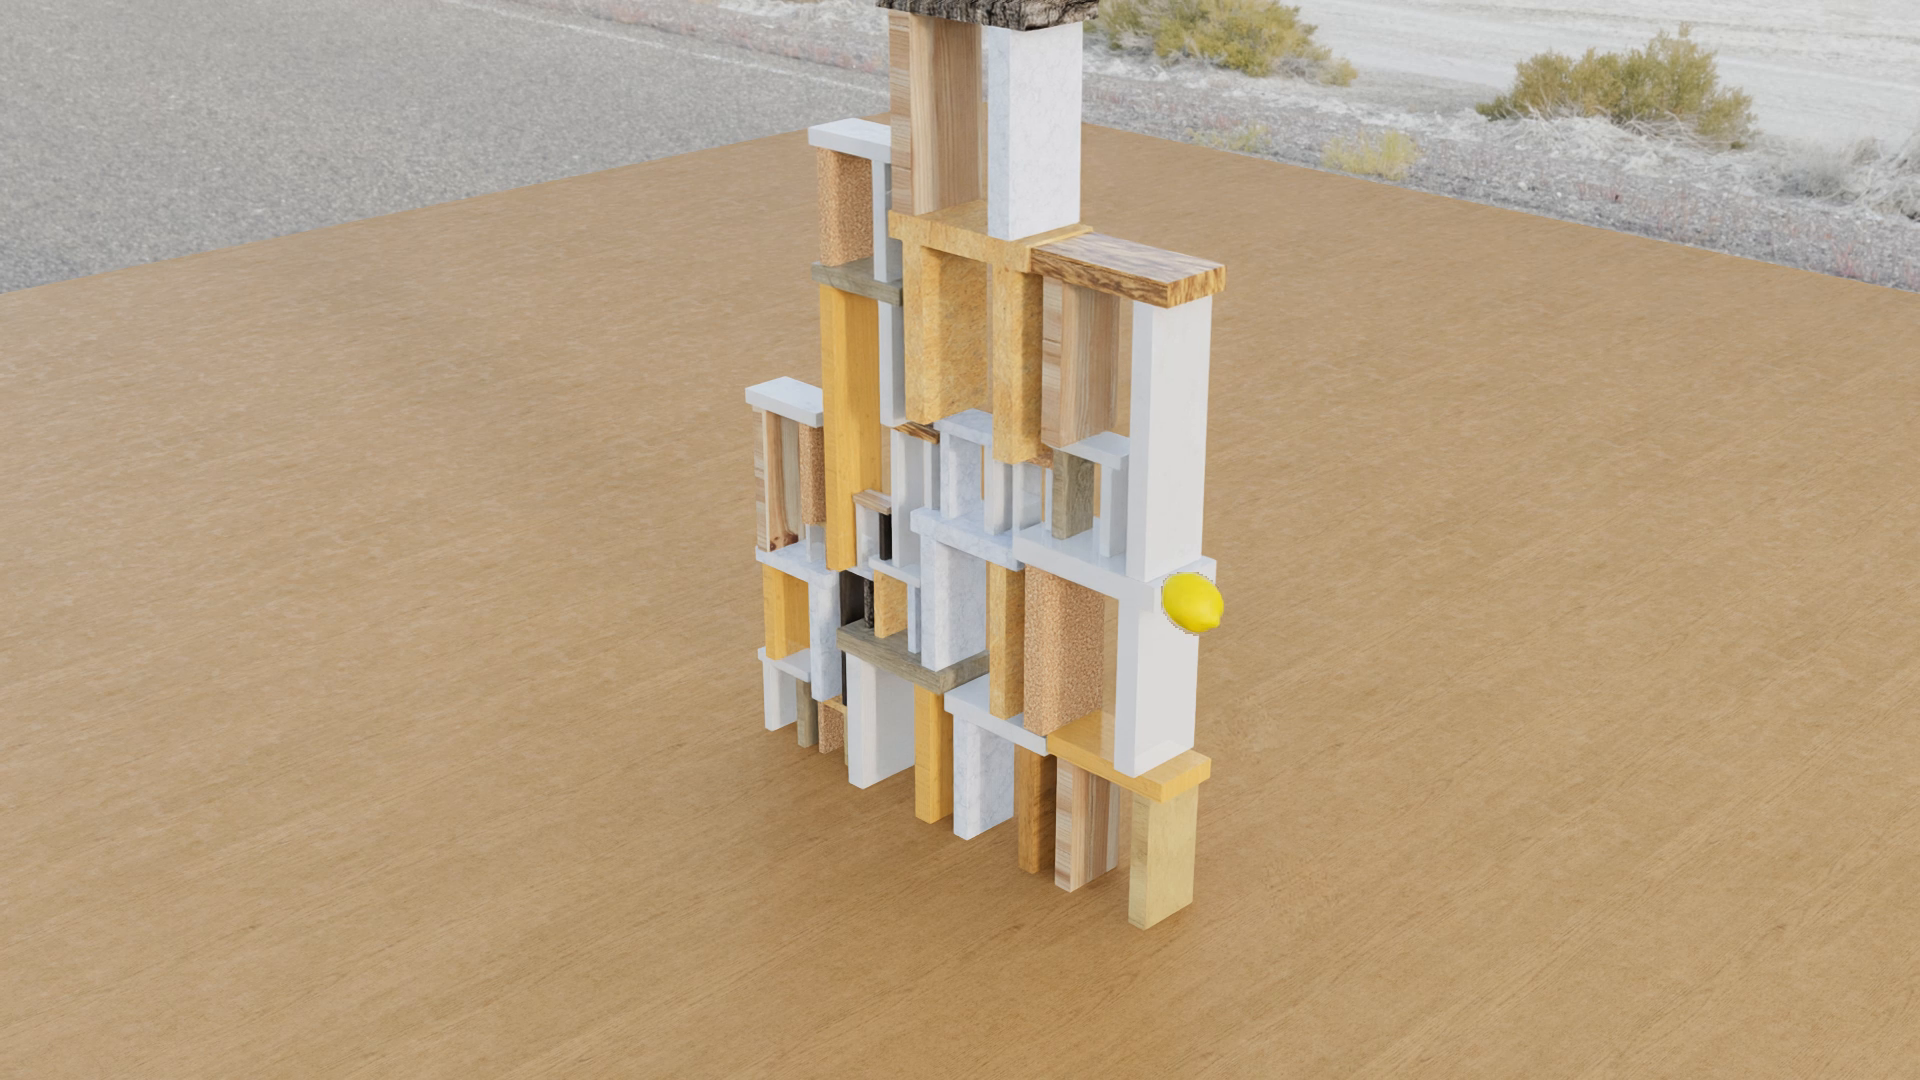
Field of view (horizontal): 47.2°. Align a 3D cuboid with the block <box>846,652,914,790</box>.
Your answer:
[{"bbox_3d":[-0.163,0.351,4.550,0.042,0.300,0.150,21,31,41],"label":"block"}]

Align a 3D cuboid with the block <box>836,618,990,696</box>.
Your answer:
[{"bbox_3d":[-0.092,0.221,4.419,0.300,0.042,0.150,21,31,41],"label":"block"}]

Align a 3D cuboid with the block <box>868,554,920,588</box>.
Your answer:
[{"bbox_3d":[-0.104,0.054,4.354,0.073,0.021,0.147,-21,31,-40],"label":"block"}]

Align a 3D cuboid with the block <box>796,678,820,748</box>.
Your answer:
[{"bbox_3d":[-0.311,0.357,4.712,0.023,0.162,0.081,21,31,41],"label":"block"}]

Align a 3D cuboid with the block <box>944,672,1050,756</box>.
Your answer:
[{"bbox_3d":[0.111,0.334,4.244,0.266,0.038,0.133,21,31,41],"label":"block"}]

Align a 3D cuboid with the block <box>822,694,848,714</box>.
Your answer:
[{"bbox_3d":[-0.245,0.337,4.634,0.061,0.017,0.121,-21,31,-41],"label":"block"}]

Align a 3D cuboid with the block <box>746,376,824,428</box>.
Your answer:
[{"bbox_3d":[-0.323,-0.280,4.451,0.108,0.031,0.216,-21,31,-41],"label":"block"}]

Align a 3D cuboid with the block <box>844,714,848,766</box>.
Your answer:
[{"bbox_3d":[-0.216,0.412,4.635,0.017,0.121,0.061,21,31,41],"label":"block"}]

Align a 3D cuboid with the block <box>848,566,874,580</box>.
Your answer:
[{"bbox_3d":[-0.195,0.052,4.460,0.110,0.016,0.055,21,31,40],"label":"block"}]

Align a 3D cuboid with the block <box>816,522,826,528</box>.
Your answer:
[{"bbox_3d":[-0.275,-0.043,4.499,0.045,0.013,0.091,-21,31,-41],"label":"block"}]

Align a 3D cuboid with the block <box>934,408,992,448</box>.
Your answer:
[{"bbox_3d":[0.042,-0.209,4.088,0.172,0.024,0.086,20,30,40],"label":"block"}]

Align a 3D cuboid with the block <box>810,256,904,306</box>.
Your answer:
[{"bbox_3d":[-0.156,-0.497,4.169,0.244,0.035,0.122,21,31,40],"label":"block"}]

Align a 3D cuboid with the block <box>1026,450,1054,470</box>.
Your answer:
[{"bbox_3d":[0.152,-0.155,4.000,0.120,0.017,0.060,20,30,40],"label":"block"}]

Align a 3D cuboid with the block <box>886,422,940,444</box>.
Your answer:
[{"bbox_3d":[-0.070,-0.218,4.205,0.138,0.020,0.069,21,31,40],"label":"block"}]

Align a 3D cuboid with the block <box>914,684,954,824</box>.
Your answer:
[{"bbox_3d":[-0.021,0.406,4.420,0.042,0.300,0.150,21,31,41],"label":"block"}]

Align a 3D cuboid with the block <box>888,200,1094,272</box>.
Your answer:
[{"bbox_3d":[0.052,-0.550,3.926,0.342,0.048,0.171,21,31,40],"label":"block"}]

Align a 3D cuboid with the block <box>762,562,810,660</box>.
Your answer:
[{"bbox_3d":[-0.365,0.137,4.684,0.109,0.219,0.031,-21,31,-41],"label":"block"}]

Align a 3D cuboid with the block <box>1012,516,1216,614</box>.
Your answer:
[{"bbox_3d":[0.274,0.035,3.944,0.168,0.048,0.337,-21,31,-41],"label":"block"}]

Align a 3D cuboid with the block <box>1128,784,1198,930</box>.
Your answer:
[{"bbox_3d":[0.376,0.569,4.064,0.039,0.278,0.139,21,31,41],"label":"block"}]

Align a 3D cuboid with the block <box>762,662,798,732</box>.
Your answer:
[{"bbox_3d":[-0.388,0.327,4.782,0.023,0.162,0.081,21,31,41],"label":"block"}]

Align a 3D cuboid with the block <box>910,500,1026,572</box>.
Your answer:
[{"bbox_3d":[0.053,-0.018,4.161,0.279,0.040,0.140,21,31,41],"label":"block"}]

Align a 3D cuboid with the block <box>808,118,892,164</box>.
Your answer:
[{"bbox_3d":[-0.164,-0.741,4.079,0.227,0.032,0.113,21,31,40],"label":"block"}]

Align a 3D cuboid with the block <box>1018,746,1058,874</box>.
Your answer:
[{"bbox_3d":[0.174,0.498,4.246,0.038,0.266,0.133,21,31,41],"label":"block"}]

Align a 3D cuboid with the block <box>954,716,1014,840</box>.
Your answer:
[{"bbox_3d":[0.048,0.449,4.362,0.038,0.266,0.133,21,31,41],"label":"block"}]

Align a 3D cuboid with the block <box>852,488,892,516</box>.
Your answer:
[{"bbox_3d":[-0.161,-0.076,4.358,0.050,0.014,0.101,-21,31,-40],"label":"block"}]

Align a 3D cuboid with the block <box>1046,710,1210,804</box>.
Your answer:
[{"bbox_3d":[0.310,0.397,4.062,0.278,0.039,0.139,21,31,41],"label":"block"}]

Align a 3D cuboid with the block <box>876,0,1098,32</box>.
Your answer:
[{"bbox_3d":[0.043,-0.932,3.777,0.360,0.051,0.180,21,31,41],"label":"block"}]

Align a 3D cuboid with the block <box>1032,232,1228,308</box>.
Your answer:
[{"bbox_3d":[0.283,-0.459,3.716,0.152,0.043,0.304,-21,31,-40],"label":"block"}]

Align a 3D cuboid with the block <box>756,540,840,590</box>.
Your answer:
[{"bbox_3d":[-0.314,0.043,4.587,0.109,0.031,0.219,-21,31,-41],"label":"block"}]

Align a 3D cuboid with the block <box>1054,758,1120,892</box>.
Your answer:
[{"bbox_3d":[0.244,0.518,4.184,0.039,0.278,0.139,21,31,41],"label":"block"}]

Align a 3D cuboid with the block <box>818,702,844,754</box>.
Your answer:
[{"bbox_3d":[-0.273,0.389,4.687,0.061,0.122,0.017,-21,31,-41],"label":"block"}]

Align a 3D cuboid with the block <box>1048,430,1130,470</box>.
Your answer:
[{"bbox_3d":[0.247,-0.167,3.893,0.169,0.024,0.085,21,31,40],"label":"block"}]

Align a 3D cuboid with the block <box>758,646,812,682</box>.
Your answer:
[{"bbox_3d":[-0.350,0.257,4.711,0.162,0.023,0.081,21,31,41],"label":"block"}]
